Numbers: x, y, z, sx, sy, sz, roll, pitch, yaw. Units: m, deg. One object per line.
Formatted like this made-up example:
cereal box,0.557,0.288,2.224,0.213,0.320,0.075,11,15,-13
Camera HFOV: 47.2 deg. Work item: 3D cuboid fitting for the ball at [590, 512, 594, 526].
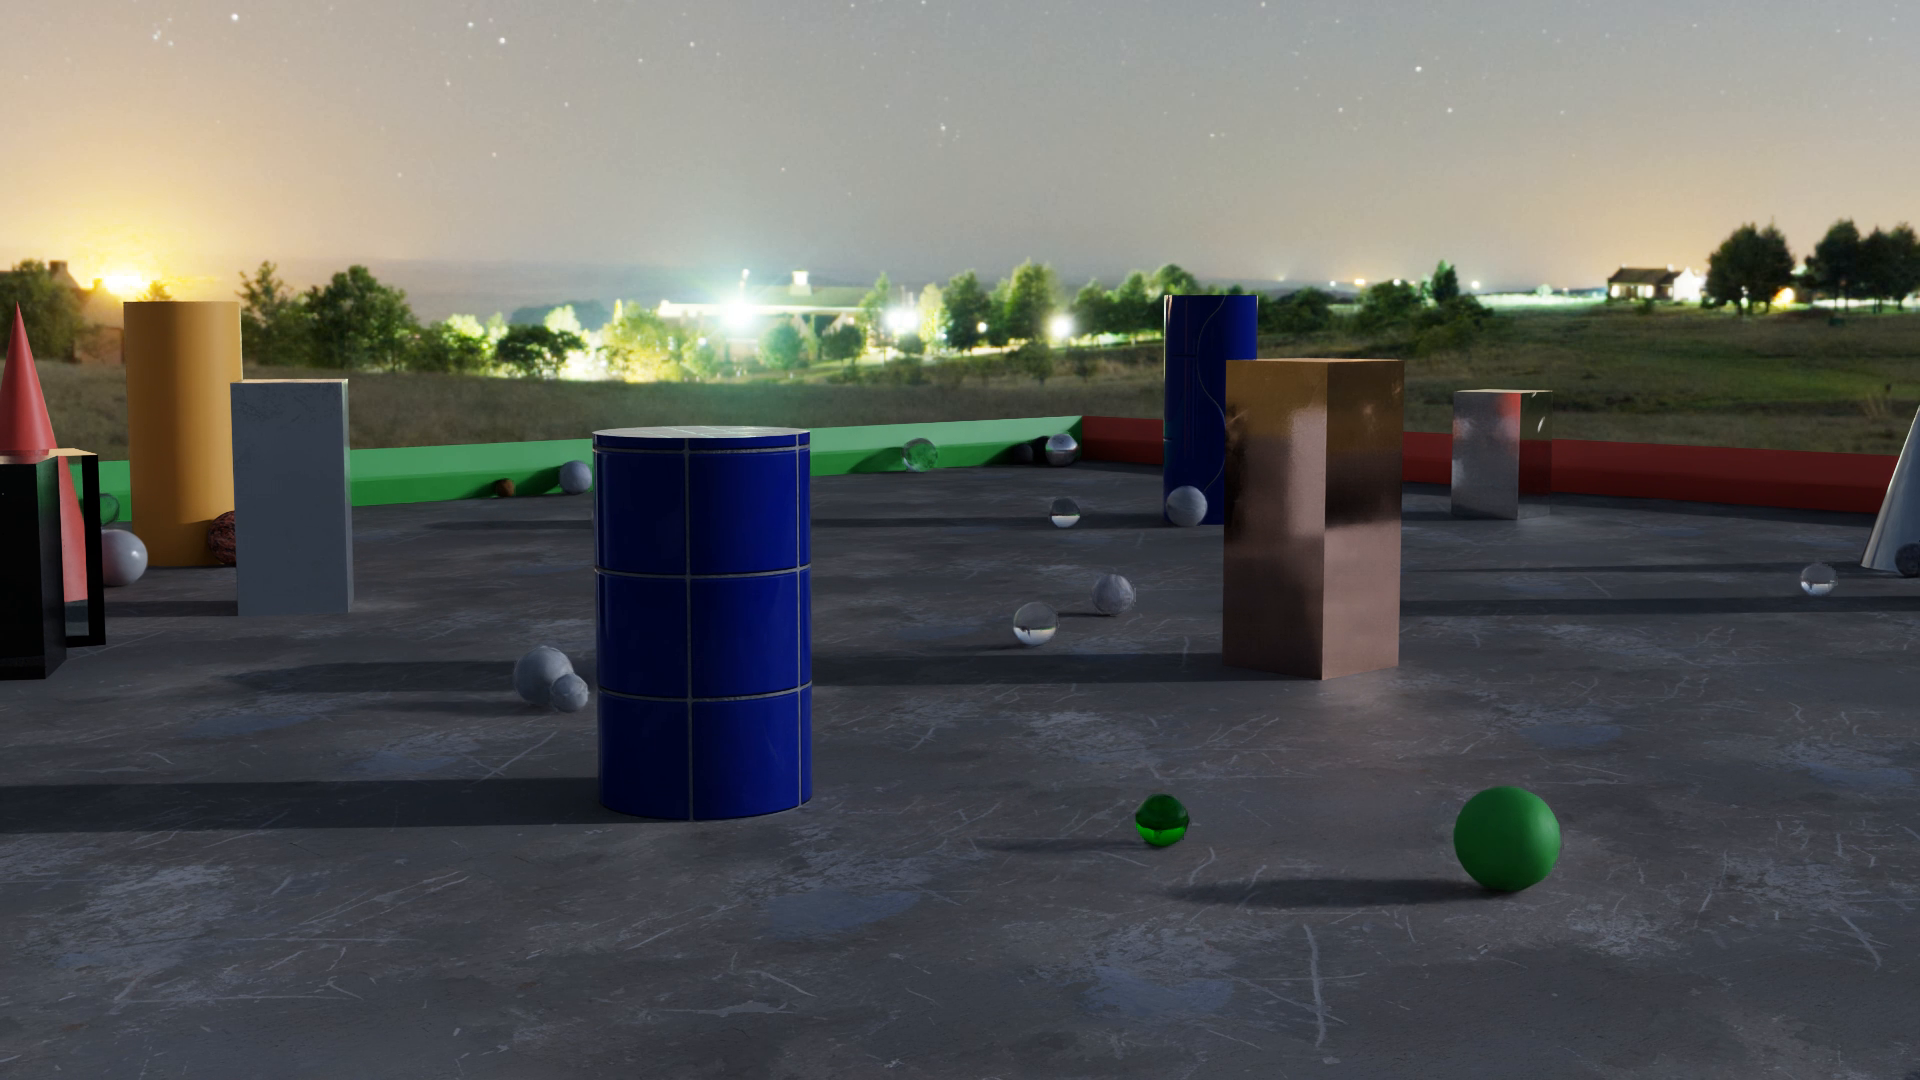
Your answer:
ball,-0.717,-0.044,4.429,0.052,0.052,0.052,0,6,0

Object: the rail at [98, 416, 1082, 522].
rail,-1.446,-0.130,4.890,4.971,0.126,0.045,-5,8,-42

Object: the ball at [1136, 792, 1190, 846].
ball,0.168,0.233,1.829,0.044,0.044,0.044,0,6,0

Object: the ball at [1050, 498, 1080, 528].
ball,0.214,-0.056,4.489,0.063,0.063,0.063,0,6,0

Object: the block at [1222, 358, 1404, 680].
block,0.439,-0.033,2.739,0.156,0.382,0.156,-6,8,-43

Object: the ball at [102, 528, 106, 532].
ball,-1.474,0.015,3.713,0.084,0.084,0.084,0,6,0

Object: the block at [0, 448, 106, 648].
block,-1.245,0.011,2.938,0.156,0.254,0.156,-4,7,-33

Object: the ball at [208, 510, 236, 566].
ball,-1.257,-0.003,3.824,0.097,0.097,0.097,0,6,0

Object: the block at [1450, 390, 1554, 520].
block,1.171,-0.187,4.752,0.156,0.269,0.156,5,8,40

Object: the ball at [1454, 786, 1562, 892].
ball,0.420,0.229,1.689,0.080,0.080,0.080,0,6,0

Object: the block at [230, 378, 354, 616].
block,-0.993,-0.067,3.278,0.156,0.339,0.156,-1,6,-12

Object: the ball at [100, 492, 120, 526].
ball,-1.770,-0.063,4.533,0.069,0.069,0.069,0,6,0

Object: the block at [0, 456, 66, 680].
block,-1.199,0.032,2.702,0.156,0.261,0.156,-1,6,-13

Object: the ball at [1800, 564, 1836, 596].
ball,1.335,0.063,3.422,0.050,0.050,0.050,0,6,0

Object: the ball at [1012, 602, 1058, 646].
ball,0.100,0.112,2.911,0.059,0.059,0.059,0,6,0

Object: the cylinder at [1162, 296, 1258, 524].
cylinder,0.527,-0.277,4.635,0.195,0.474,0.195,0,6,0

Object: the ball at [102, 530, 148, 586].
ball,-1.359,0.029,3.546,0.092,0.092,0.092,0,6,0

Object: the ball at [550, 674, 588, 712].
ball,-0.433,0.170,2.436,0.043,0.043,0.043,0,6,0

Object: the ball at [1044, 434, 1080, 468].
ball,0.288,-0.254,6.216,0.097,0.097,0.097,0,6,0

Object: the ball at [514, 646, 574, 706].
ball,-0.469,0.153,2.478,0.067,0.067,0.067,0,6,0

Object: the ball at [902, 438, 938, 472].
ball,-0.110,-0.231,6.008,0.096,0.096,0.096,0,6,0

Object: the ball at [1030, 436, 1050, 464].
ball,0.244,-0.261,6.365,0.081,0.081,0.081,0,6,0

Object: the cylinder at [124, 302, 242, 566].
cylinder,-1.370,-0.192,3.897,0.195,0.458,0.195,0,6,0

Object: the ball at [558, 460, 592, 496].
ball,-0.927,-0.149,5.289,0.083,0.083,0.083,0,6,0

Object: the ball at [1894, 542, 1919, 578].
ball,1.590,0.033,3.669,0.058,0.058,0.058,0,6,0

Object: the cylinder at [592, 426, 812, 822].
cylinder,-0.232,0.069,1.995,0.195,0.335,0.195,0,6,0

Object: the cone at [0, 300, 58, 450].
cone,-1.467,-0.145,3.446,0.195,0.459,0.195,0,6,0

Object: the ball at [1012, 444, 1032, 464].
ball,0.180,-0.247,6.335,0.059,0.059,0.059,0,6,0

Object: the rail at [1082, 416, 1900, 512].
rail,1.809,-0.141,4.992,0.045,0.126,4.311,-5,8,-42

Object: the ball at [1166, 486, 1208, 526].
ball,0.465,-0.070,4.519,0.085,0.085,0.085,0,6,0

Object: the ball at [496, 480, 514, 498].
ball,-1.077,-0.121,5.201,0.044,0.044,0.044,0,6,0

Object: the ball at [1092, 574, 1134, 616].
ball,0.223,0.080,3.212,0.060,0.060,0.060,0,6,0

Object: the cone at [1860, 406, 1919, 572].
cone,1.667,-0.112,3.804,0.195,0.318,0.195,0,6,0
